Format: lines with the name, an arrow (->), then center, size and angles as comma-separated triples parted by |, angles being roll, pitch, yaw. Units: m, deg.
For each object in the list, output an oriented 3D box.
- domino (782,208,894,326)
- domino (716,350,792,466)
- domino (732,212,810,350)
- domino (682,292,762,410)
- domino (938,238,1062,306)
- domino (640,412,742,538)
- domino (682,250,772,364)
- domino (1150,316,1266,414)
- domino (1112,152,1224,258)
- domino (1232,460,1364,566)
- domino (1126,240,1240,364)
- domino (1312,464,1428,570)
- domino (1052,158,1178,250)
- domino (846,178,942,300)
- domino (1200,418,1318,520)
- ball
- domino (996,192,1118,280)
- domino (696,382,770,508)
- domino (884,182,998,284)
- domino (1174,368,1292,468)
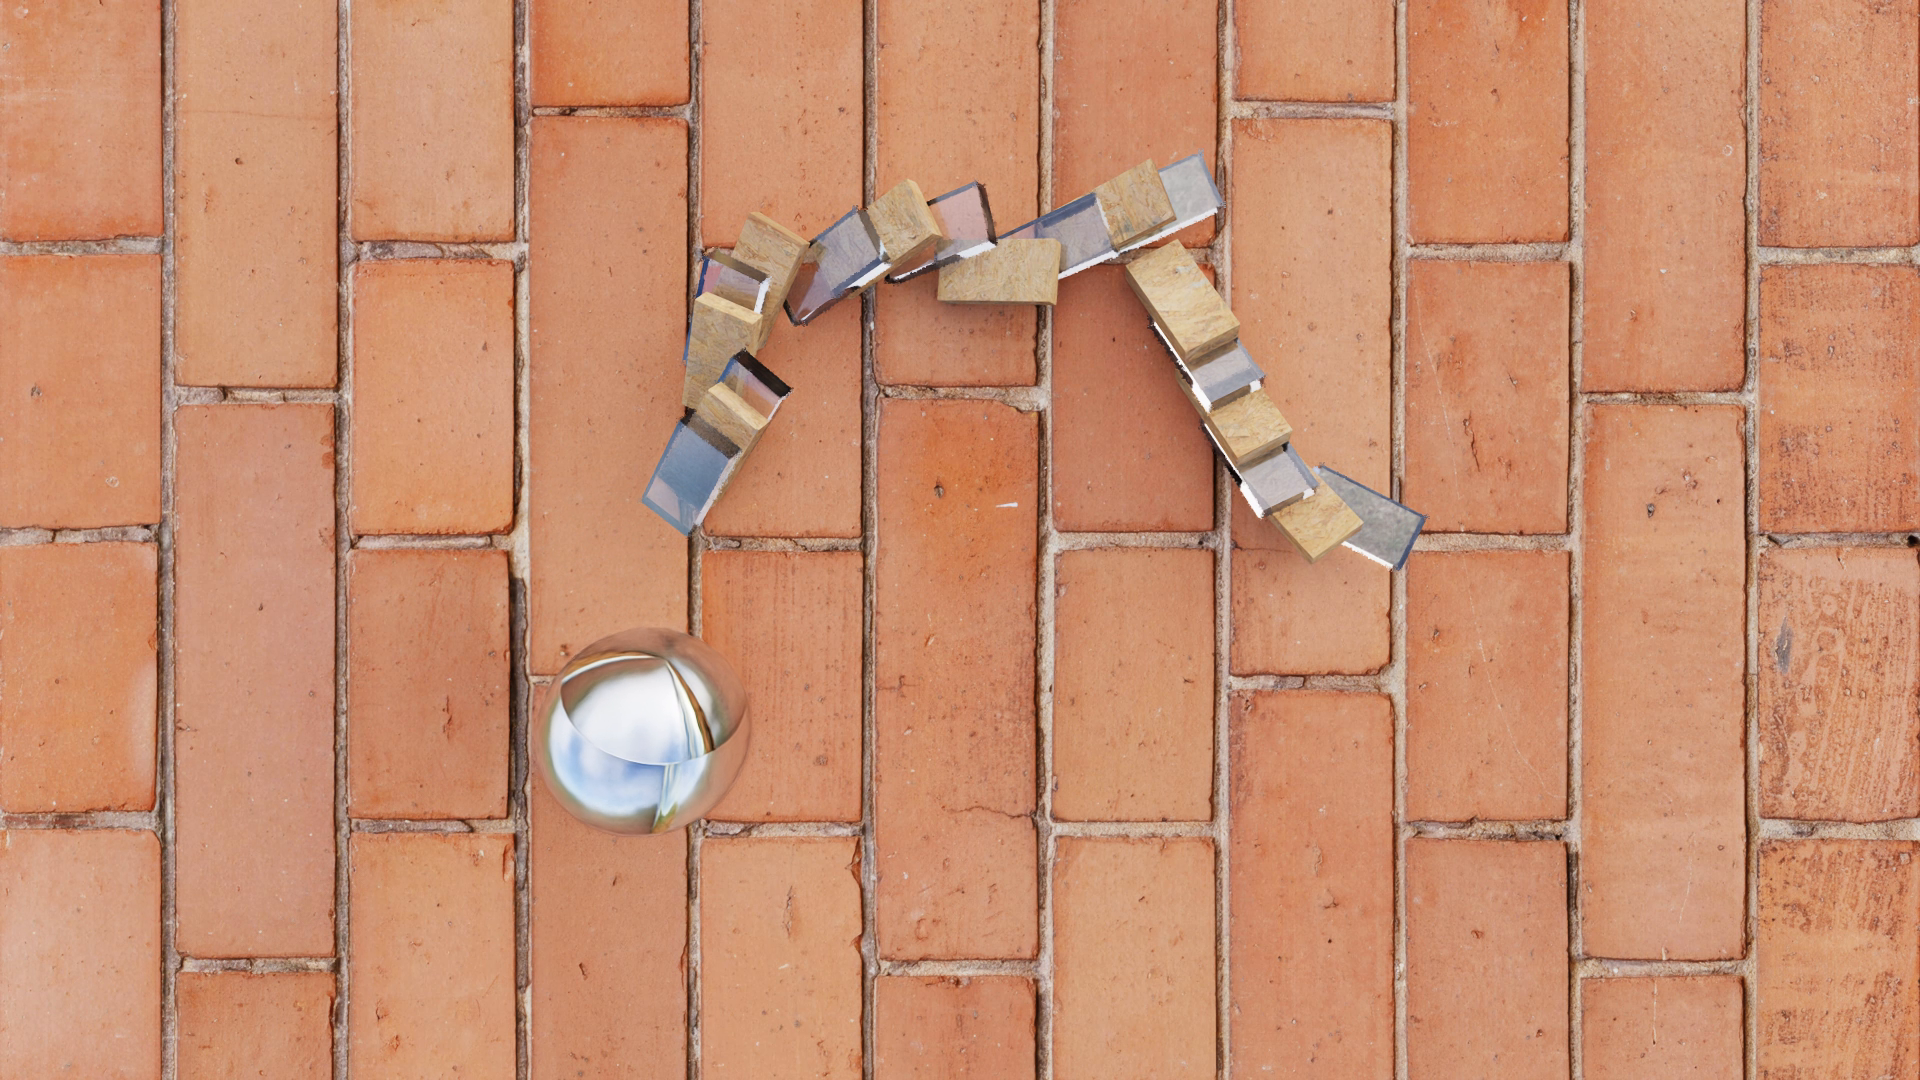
domino -> -0.055, -0.114, 0.385 | 0.050, 0.009, 0.025 | -26, 90, 26
domino -> -0.093, -0.052, 0.380 | 0.025, 0.010, 0.050 | 40, 127, -4
domino -> -0.085, -0.108, 0.385 | 0.025, 0.009, 0.050 | 31, 114, 0
domino -> -0.099, -0.074, 0.381 | 0.025, 0.009, 0.050 | 23, 128, 2
domino -> 0.016, -0.112, 0.385 | 0.050, 0.010, 0.025 | 7, 97, 22
domino -> -0.112, -0.027, 0.381 | 0.025, 0.009, 0.050 | 38, 127, -3
domino -> -0.098, -0.091, 0.382 | 0.025, 0.009, 0.050 | 25, 124, 0
domino -> 0.103, -0.080, 0.386 | 0.025, 0.010, 0.050 | -27, 67, 0
domino -> 0.085, -0.144, 0.395 | 0.050, 0.009, 0.025 | -24, 90, 0
domino -> 0.141, -0.017, 0.385 | 0.025, 0.010, 0.050 | -35, 65, 1
domino -> 0.093, -0.101, 0.385 | 0.025, 0.009, 0.050 | -27, 67, 0
domino -> 0.171, -0.010, 0.395 | 0.050, 0.009, 0.025 | 27, 90, 0
domino -> 0.062, -0.135, 0.385 | 0.050, 0.009, 0.025 | -22, 91, 23
domino -> -0.034, -0.125, 0.385 | 0.050, 0.009, 0.025 | -27, 88, 26
domino -> 0.125, -0.036, 0.385 | 0.025, 0.009, 0.050 | -26, 65, 0
ball -> -0.123, 0.074, 0.360 | 0.080, 0.080, 0.080 | 0, 90, 0
domino -> 0.038, -0.123, 0.386 | 0.050, 0.009, 0.025 | -18, 90, 23
domino -> -0.102, -0.039, 0.381 | 0.025, 0.009, 0.050 | 39, 127, -4
domino -> -0.011, -0.128, 0.384 | 0.050, 0.009, 0.025 | -13, 89, 27
domino -> 0.114, -0.058, 0.386 | 0.025, 0.010, 0.050 | -26, 66, 0
